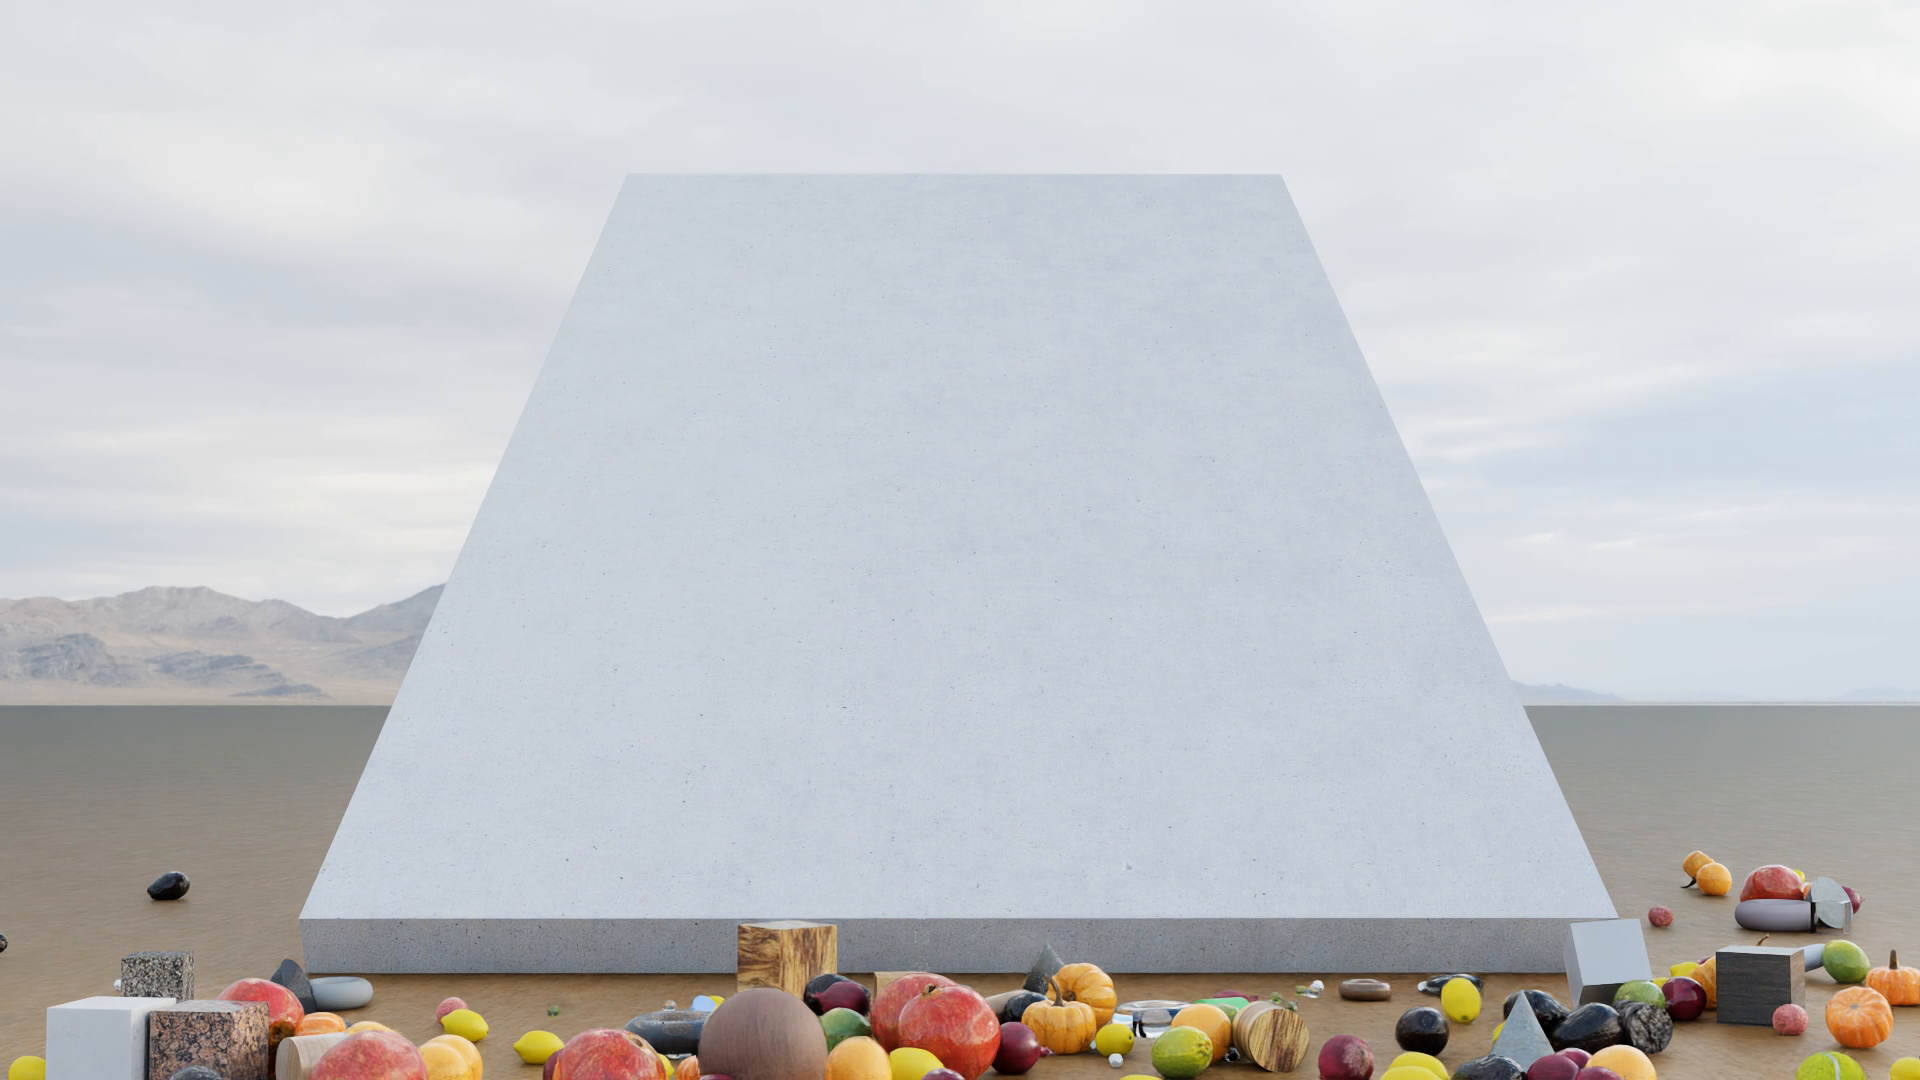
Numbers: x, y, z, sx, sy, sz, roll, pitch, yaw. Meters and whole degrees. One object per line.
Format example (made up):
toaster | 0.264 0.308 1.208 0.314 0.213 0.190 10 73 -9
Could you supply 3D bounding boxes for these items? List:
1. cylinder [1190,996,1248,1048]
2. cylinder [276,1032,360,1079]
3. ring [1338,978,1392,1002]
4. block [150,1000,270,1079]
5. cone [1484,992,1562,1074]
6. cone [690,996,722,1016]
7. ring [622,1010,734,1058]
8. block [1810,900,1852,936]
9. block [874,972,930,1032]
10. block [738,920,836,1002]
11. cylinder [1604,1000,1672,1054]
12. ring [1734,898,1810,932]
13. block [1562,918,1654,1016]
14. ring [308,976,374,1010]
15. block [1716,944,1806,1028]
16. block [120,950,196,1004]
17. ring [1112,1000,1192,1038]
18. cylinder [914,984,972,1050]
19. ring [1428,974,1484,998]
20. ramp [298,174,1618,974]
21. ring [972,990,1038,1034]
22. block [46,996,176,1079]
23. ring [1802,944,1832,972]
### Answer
cylinder | 0.317 0.584 2.835 0.057 0.057 0.057 1 -4 -24
cylinder | -0.679 0.555 2.474 0.065 0.065 0.065 3 -5 -40
ring | 0.567 0.630 3.279 0.075 0.025 0.075 1 -4 0
block | -0.802 0.544 2.506 0.091 0.091 0.091 -1 -4 8
cone | 0.642 0.557 2.672 0.087 0.087 0.087 0 -4 0
cone | -0.336 0.607 2.938 0.054 0.054 0.054 -32 -19 26
ring | -0.335 0.587 2.781 0.131 0.044 0.131 -1 -3 0
block | 1.562 0.677 4.201 0.056 0.056 0.056 -3 -5 35
block | -0.074 0.589 2.989 0.068 0.068 0.068 0 -4 -6
block | -0.244 0.594 3.310 0.100 0.100 0.100 3 -5 -40
cylinder | 0.810 0.581 2.797 0.057 0.057 0.057 1 -4 -16
ring | 1.493 0.686 4.276 0.150 0.050 0.150 0 -3 0
block | 0.854 0.564 3.093 0.090 0.090 0.090 -5 -37 3
ring | -0.855 0.618 3.192 0.109 0.036 0.109 -1 -3 0
block | 1.041 0.580 3.046 0.093 0.093 0.093 -2 -4 30
block | -1.070 0.592 3.125 0.079 0.079 0.079 0 -4 -7
ring | 0.247 0.601 2.939 0.112 0.037 0.112 -1 -4 0
cylinder | -0.021 0.577 2.837 0.070 0.070 0.070 0 -4 0
ring | 0.702 0.632 3.322 0.079 0.026 0.079 -1 -3 0
ramp | -0.009 -0.229 5.380 2.000 0.100 4.000 0 25 0
ring | 0.046 0.590 2.925 0.106 0.035 0.106 -16 -16 -5
block | -0.905 0.541 2.497 0.095 0.095 0.095 -1 -4 9
ring | 1.267 0.633 3.527 0.094 0.031 0.094 -13 -20 -5
